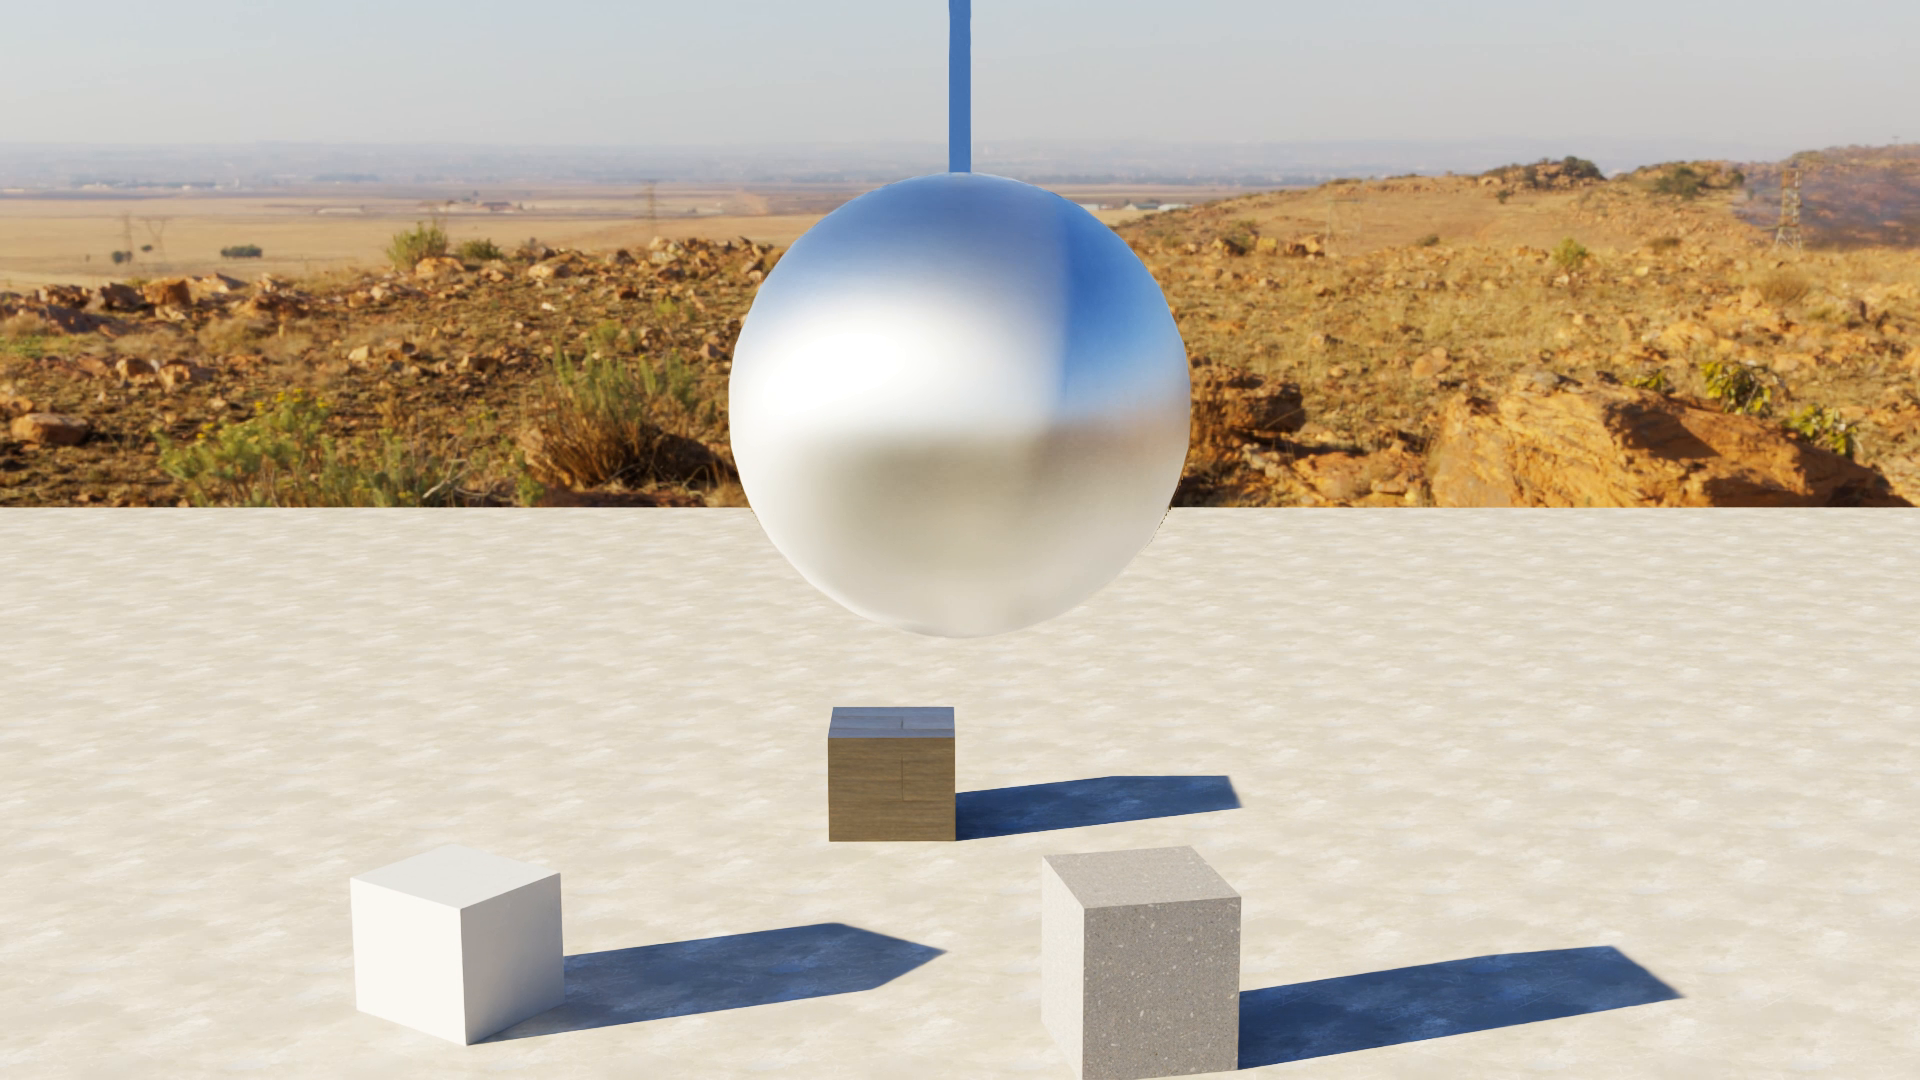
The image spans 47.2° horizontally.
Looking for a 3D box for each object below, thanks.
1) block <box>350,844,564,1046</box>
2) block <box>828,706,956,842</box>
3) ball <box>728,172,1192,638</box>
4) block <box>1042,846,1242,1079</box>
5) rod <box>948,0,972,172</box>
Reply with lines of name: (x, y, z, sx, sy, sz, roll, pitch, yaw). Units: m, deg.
block: (-2.048, 1.638, 8.983, 0.643, 0.564, 0.542, 7, 13, 34)
block: (-0.348, 1.207, 11.402, 0.642, 0.546, 0.613, 0, 10, -1)
ball: (0.000, -0.462, 7.609, 1.600, 1.600, 1.600, 0, 10, 0)
block: (0.695, 1.643, 8.584, 0.615, 0.696, 0.625, -2, 11, -12)
rod: (0.000, -3.554, 9.023, 0.080, 5.200, 0.080, 0, -25, 0)
